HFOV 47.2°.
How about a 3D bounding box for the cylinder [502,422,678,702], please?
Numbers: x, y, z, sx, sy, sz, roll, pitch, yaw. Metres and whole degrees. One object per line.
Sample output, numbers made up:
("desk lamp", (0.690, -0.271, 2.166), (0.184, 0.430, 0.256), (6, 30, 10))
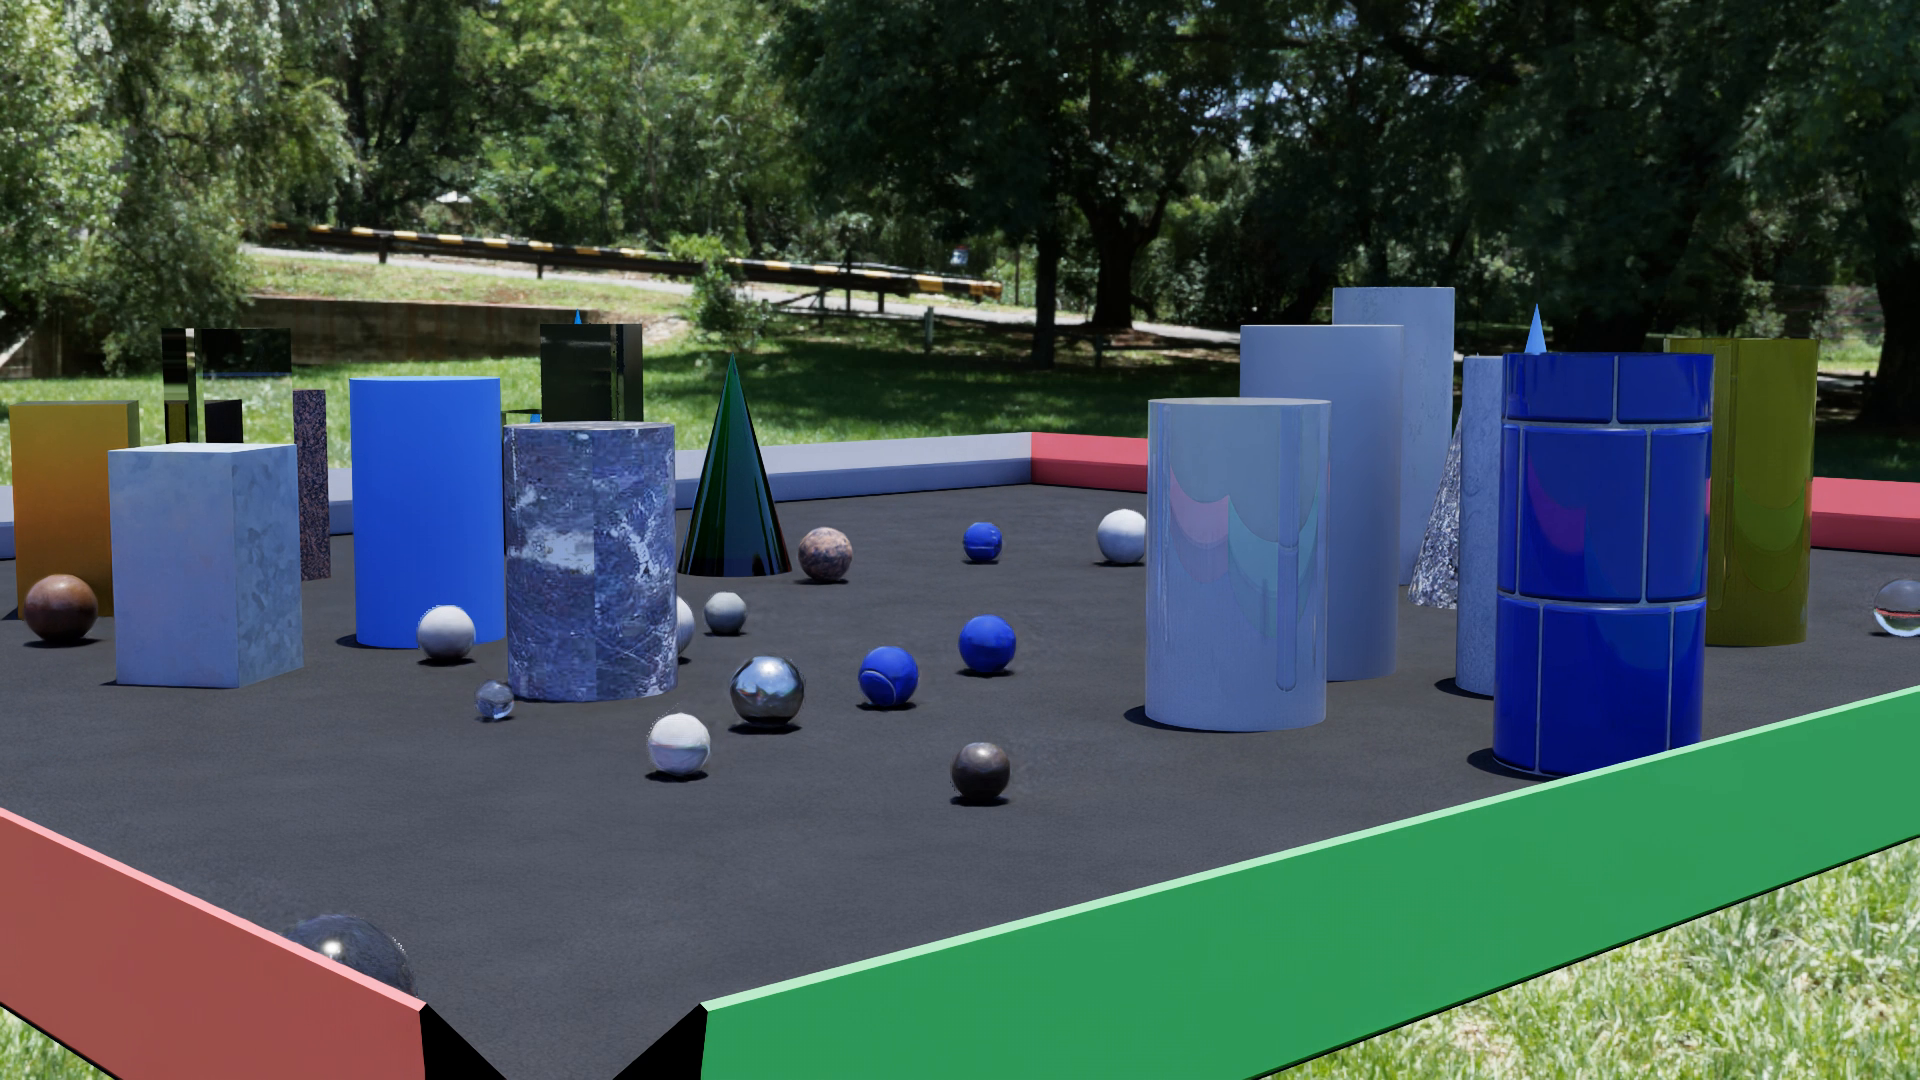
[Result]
("cylinder", (-0.435, 0.020, 2.598), (0.199, 0.311, 0.199), (0, 6, 0))

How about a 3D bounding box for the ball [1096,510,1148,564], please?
("ball", (0.289, -0.006, 3.878), (0.097, 0.097, 0.097), (0, 6, 0))

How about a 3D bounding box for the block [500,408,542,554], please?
("block", (-0.784, -0.109, 4.084), (0.159, 0.259, 0.159), (3, 7, 30))

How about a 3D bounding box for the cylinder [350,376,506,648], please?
("cylinder", (-0.723, -0.043, 2.992), (0.199, 0.354, 0.199), (0, 6, 0))

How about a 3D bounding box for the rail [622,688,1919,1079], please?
("rail", (1.096, 0.157, 2.150), (3.533, 0.129, 0.045), (-5, 8, -42))

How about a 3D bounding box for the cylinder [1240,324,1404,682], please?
("cylinder", (0.446, -0.052, 2.730), (0.199, 0.426, 0.199), (0, 6, 0))

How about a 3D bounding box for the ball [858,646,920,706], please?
("ball", (-0.081, 0.154, 2.483), (0.069, 0.069, 0.069), (0, 6, 0))

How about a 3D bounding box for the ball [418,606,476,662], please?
("ball", (-0.652, 0.120, 2.795), (0.071, 0.071, 0.071), (0, 6, 0))

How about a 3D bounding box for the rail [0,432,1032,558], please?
("rail", (-1.096, -0.089, 4.514), (3.533, 0.129, 0.045), (-5, 8, -42))

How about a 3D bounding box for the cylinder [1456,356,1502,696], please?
("cylinder", (0.691, -0.020, 2.597), (0.199, 0.390, 0.199), (0, 6, 0))

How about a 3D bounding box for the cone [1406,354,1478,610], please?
("cone", (0.787, -0.096, 3.362), (0.199, 0.383, 0.199), (0, 6, 0))

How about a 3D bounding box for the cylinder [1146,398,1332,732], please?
("cylinder", (0.305, 0.021, 2.417), (0.199, 0.347, 0.199), (0, 6, 0))

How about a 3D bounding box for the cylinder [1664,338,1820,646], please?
("cylinder", (1.060, -0.071, 3.008), (0.199, 0.407, 0.199), (0, 6, 0))

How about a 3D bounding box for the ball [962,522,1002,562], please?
("ball", (0.040, 0.004, 3.907), (0.072, 0.072, 0.072), (0, 6, 0))

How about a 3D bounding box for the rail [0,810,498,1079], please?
("rail", (-1.281, 0.156, 2.156), (0.045, 0.129, 3.281), (-5, 8, -42))

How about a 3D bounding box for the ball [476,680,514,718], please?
("ball", (-0.509, 0.175, 2.408), (0.042, 0.042, 0.042), (0, 6, 0))

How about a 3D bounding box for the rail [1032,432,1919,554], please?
("rail", (1.281, -0.089, 4.507), (0.045, 0.129, 3.281), (-5, 8, -42))

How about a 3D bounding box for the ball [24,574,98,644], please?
("ball", (-1.208, 0.092, 2.955), (0.093, 0.093, 0.093), (0, 6, 0))

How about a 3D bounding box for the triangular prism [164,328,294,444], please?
("triangular prism", (-0.980, -0.077, 2.991), (0.149, 0.421, 0.172), (-3, 7, -30))

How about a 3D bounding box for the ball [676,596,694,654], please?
("ball", (-0.384, 0.109, 2.799), (0.091, 0.091, 0.091), (0, 6, 0))

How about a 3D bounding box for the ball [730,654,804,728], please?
("ball", (-0.206, 0.162, 2.351), (0.079, 0.079, 0.079), (0, 6, 0))

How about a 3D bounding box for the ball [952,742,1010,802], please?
("ball", (0.019, 0.211, 2.004), (0.054, 0.054, 0.054), (0, 6, 0))

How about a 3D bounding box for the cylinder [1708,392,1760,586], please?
("cylinder", (1.216, -0.088, 3.644), (0.199, 0.309, 0.199), (0, 6, 0))

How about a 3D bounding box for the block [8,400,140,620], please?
("block", (-1.306, -0.049, 3.265), (0.159, 0.310, 0.159), (-2, 6, -14))

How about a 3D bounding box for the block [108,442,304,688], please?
("block", (-0.917, 0.027, 2.682), (0.159, 0.280, 0.159), (1, 6, 11))

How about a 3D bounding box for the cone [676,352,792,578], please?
("cone", (-0.388, -0.136, 3.769), (0.199, 0.378, 0.199), (0, 6, 0))

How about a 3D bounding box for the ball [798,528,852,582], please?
("ball", (-0.222, 0.024, 3.624), (0.090, 0.090, 0.090), (0, 6, 0))

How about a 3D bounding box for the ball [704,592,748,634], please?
("ball", (-0.324, 0.101, 3.040), (0.059, 0.059, 0.059), (0, 6, 0))

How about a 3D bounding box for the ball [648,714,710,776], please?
("ball", (-0.269, 0.197, 2.112), (0.060, 0.060, 0.060), (0, 6, 0))

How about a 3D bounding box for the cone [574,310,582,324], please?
("cone", (-0.746, -0.230, 4.315), (0.199, 0.451, 0.199), (0, 6, 0))

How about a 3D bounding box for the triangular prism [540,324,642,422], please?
("triangular prism", (-0.576, -0.146, 3.646), (0.172, 0.423, 0.149), (4, 7, 32))

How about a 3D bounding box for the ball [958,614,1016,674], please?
("ball", (0.033, 0.128, 2.711), (0.072, 0.072, 0.072), (0, 6, 0))

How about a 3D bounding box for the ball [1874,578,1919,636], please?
("ball", (1.297, 0.092, 3.016), (0.081, 0.081, 0.081), (0, 6, 0))

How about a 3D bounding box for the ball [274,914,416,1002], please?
("ball", (-0.365, 0.266, 1.272), (0.097, 0.097, 0.097), (0, 6, 0))

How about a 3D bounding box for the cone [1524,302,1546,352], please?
("cone", (1.056, -0.206, 4.050), (0.199, 0.459, 0.199), (0, 6, 0))

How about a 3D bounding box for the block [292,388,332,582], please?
("block", (-1.163, -0.091, 3.641), (0.159, 0.315, 0.159), (4, 7, 32))

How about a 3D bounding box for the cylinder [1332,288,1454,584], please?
("cylinder", (0.717, -0.177, 3.658), (0.199, 0.482, 0.199), (0, 6, 0))

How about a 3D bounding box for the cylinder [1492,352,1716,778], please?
("cylinder", (0.631, 0.019, 2.162), (0.199, 0.403, 0.199), (0, 6, 0))
